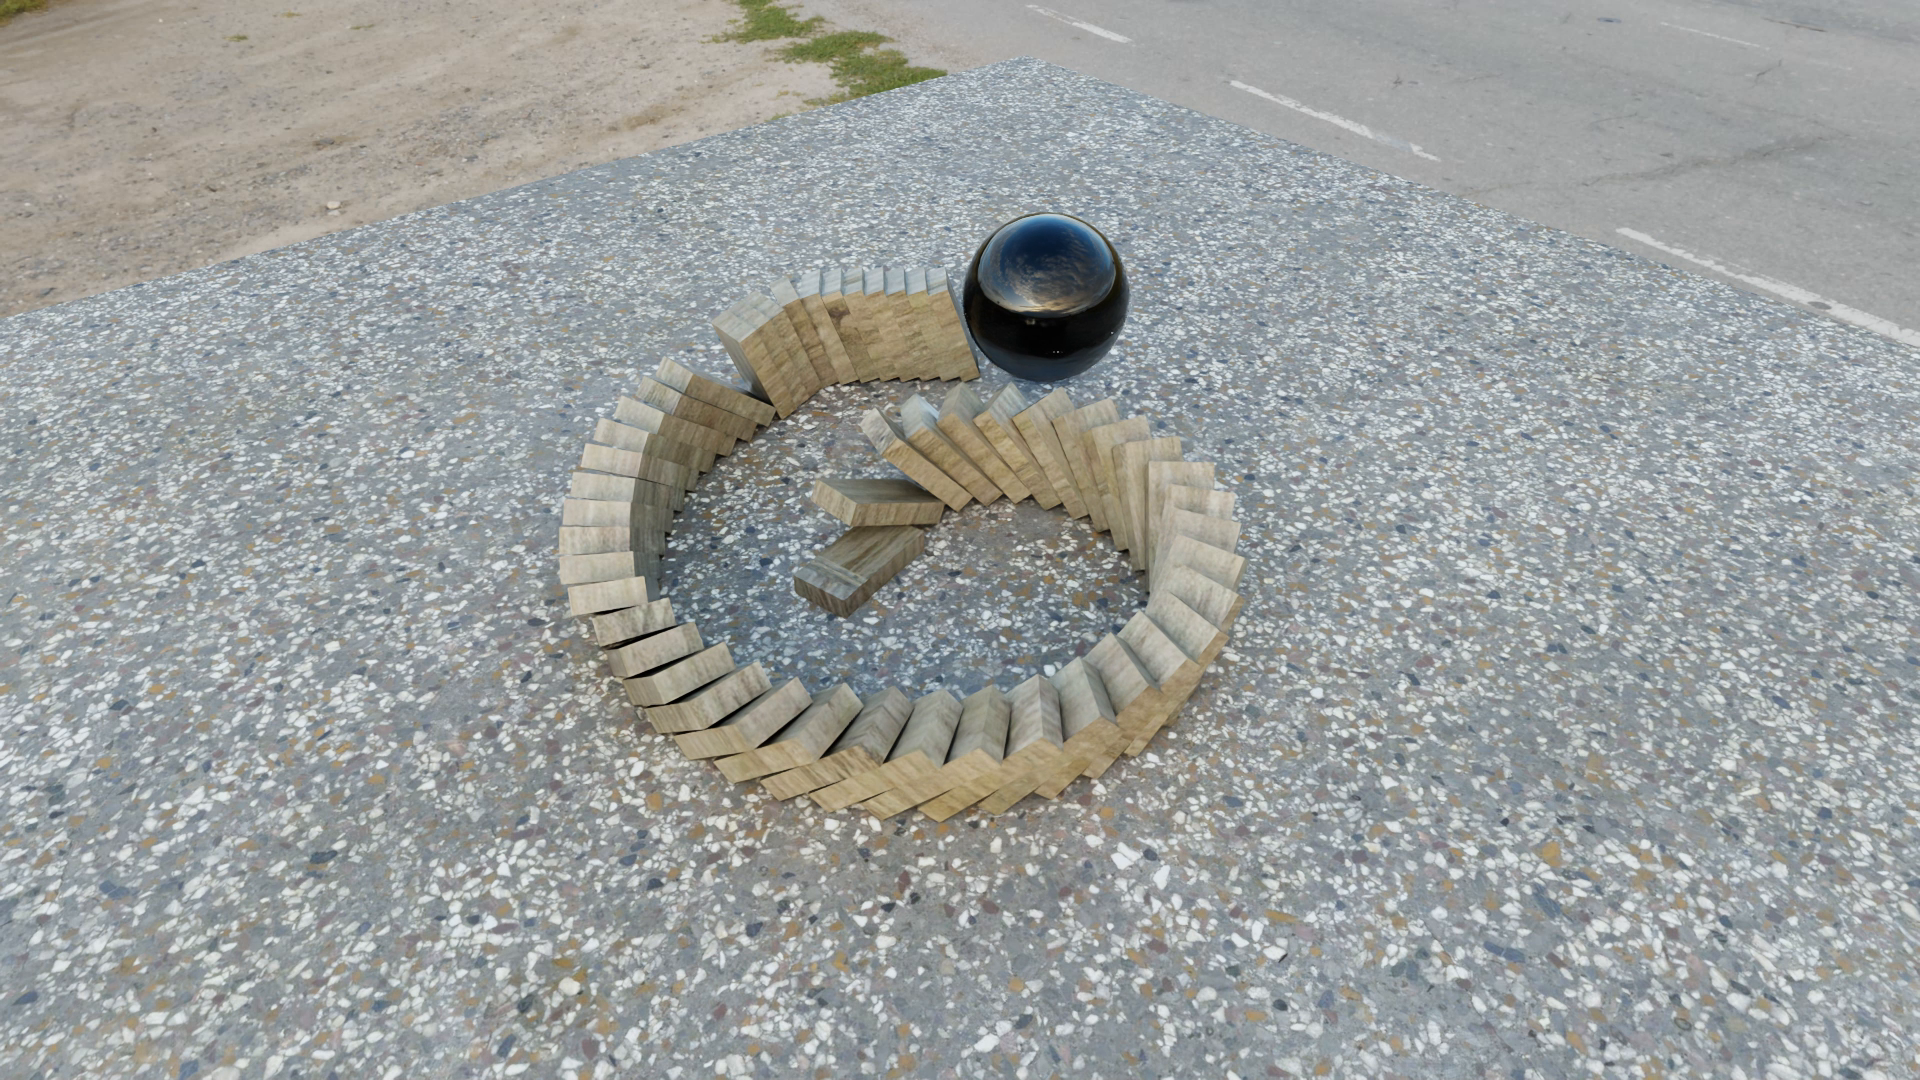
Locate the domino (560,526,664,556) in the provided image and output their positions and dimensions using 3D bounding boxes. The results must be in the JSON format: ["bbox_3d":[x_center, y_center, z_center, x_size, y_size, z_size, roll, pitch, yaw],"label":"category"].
[{"bbox_3d":[-0.131,0.001,0.418,0.025,0.010,0.050,-1,-2,-1],"label":"domino"}]

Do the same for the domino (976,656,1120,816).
[{"bbox_3d":[0.024,0.061,0.344,0.050,0.010,0.025,-40,36,19],"label":"domino"}]

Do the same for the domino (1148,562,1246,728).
[{"bbox_3d":[0.073,0.035,0.375,0.025,0.009,0.050,31,92,32],"label":"domino"}]

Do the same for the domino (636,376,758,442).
[{"bbox_3d":[-0.117,-0.058,0.490,0.025,0.009,0.050,27,5,30],"label":"domino"}]

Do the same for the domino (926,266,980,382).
[{"bbox_3d":[-0.003,-0.106,0.540,0.010,0.050,0.025,-17,39,9],"label":"domino"}]

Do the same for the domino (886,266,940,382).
[{"bbox_3d":[-0.023,-0.106,0.540,0.009,0.050,0.025,-17,39,9],"label":"domino"}]

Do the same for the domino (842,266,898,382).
[{"bbox_3d":[-0.043,-0.106,0.540,0.010,0.050,0.025,-17,39,9],"label":"domino"}]

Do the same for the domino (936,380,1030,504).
[{"bbox_3d":[0.012,-0.041,0.467,0.010,0.050,0.025,-32,25,32],"label":"domino"}]

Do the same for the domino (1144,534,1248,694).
[{"bbox_3d":[0.079,0.026,0.387,0.025,0.009,0.050,22,88,24],"label":"domino"}]

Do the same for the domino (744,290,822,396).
[{"bbox_3d":[-0.085,-0.093,0.525,0.010,0.050,0.025,-40,52,-15],"label":"domino"}]

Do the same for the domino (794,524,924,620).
[{"bbox_3d":[-0.039,0.009,0.433,0.025,0.010,0.050,24,45,26],"label":"domino"}]

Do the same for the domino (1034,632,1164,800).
[{"bbox_3d":[0.039,0.056,0.350,0.050,0.009,0.025,-46,42,13],"label":"domino"}]

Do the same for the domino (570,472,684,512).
[{"bbox_3d":[-0.133,-0.019,0.443,0.025,0.009,0.050,6,-1,8],"label":"domino"}]

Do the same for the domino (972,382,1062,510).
[{"bbox_3d":[0.029,-0.040,0.466,0.010,0.050,0.025,-27,18,43],"label":"domino"}]

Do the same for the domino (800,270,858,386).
[{"bbox_3d":[-0.063,-0.104,0.538,0.009,0.050,0.025,-17,39,9],"label":"domino"}]

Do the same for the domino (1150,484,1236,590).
[{"bbox_3d":[0.086,0.006,0.411,0.025,0.010,0.050,9,84,11],"label":"domino"}]

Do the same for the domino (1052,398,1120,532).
[{"bbox_3d":[0.060,-0.031,0.455,0.025,0.050,0.009,-22,0,-25],"label":"domino"}]

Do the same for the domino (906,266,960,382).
[{"bbox_3d":[-0.013,-0.106,0.540,0.009,0.050,0.025,-17,39,9],"label":"domino"}]

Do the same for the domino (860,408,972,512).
[{"bbox_3d":[-0.018,-0.033,0.456,0.009,0.050,0.025,-46,43,10],"label":"domino"}]

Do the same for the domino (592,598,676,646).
[{"bbox_3d":[-0.114,0.029,0.384,0.025,0.009,0.050,-16,0,-18],"label":"domino"}]

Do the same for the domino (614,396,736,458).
[{"bbox_3d":[-0.123,-0.049,0.479,0.025,0.009,0.050,22,3,25],"label":"domino"}]

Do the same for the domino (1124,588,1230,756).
[{"bbox_3d":[0.063,0.044,0.365,0.050,0.010,0.025,-53,51,6],"label":"domino"}]

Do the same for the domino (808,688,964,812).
[{"bbox_3d":[-0.023,0.065,0.339,0.050,0.010,0.025,-29,24,35],"label":"domino"}]

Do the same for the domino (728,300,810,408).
[{"bbox_3d":[-0.090,-0.087,0.517,0.009,0.050,0.025,-41,52,-15],"label":"domino"}]

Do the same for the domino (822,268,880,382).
[{"bbox_3d":[-0.053,-0.105,0.539,0.009,0.050,0.025,-17,39,9],"label":"domino"}]

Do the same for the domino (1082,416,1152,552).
[{"bbox_3d":[0.069,-0.023,0.446,0.025,0.050,0.009,-15,-3,-18],"label":"domino"}]

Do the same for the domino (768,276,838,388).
[{"bbox_3d":[-0.076,-0.100,0.533,0.009,0.050,0.025,-27,44,-4],"label":"domino"}]

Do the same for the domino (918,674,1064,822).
[{"bbox_3d":[0.009,0.065,0.340,0.050,0.009,0.025,-35,31,25],"label":"domino"}]

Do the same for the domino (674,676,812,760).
[{"bbox_3d":[-0.070,0.057,0.349,0.025,0.010,0.050,-37,10,-36],"label":"domino"}]

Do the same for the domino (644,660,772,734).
[{"bbox_3d":[-0.082,0.051,0.356,0.025,0.009,0.050,-31,7,-32],"label":"domino"}]

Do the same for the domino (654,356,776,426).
[{"bbox_3d":[-0.110,-0.067,0.500,0.025,0.009,0.050,32,8,38],"label":"domino"}]

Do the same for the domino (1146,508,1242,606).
[{"bbox_3d":[0.083,0.016,0.399,0.025,0.010,0.050,14,85,17],"label":"domino"}]

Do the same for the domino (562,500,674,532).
[{"bbox_3d":[-0.133,-0.009,0.430,0.025,0.010,0.050,3,-2,3],"label":"domino"}]

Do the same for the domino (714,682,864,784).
[{"bbox_3d":[-0.054,0.061,0.344,0.050,0.009,0.025,-24,17,45],"label":"domino"}]

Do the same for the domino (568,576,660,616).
[{"bbox_3d":[-0.123,0.020,0.395,0.025,0.010,0.050,-9,-1,-11],"label":"domino"}]

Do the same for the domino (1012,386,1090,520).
[{"bbox_3d":[0.045,-0.037,0.462,0.025,0.050,0.010,-36,7,-36],"label":"domino"}]

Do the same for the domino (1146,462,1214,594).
[{"bbox_3d":[0.085,-0.005,0.423,0.025,0.010,0.050,1,84,0],"label":"domino"}]

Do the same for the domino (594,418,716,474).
[{"bbox_3d":[-0.129,-0.040,0.467,0.025,0.009,0.050,17,1,20],"label":"domino"}]

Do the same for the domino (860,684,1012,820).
[{"bbox_3d":[-0.007,0.066,0.339,0.050,0.009,0.025,-31,27,31],"label":"domino"}]

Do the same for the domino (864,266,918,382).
[{"bbox_3d":[-0.033,-0.106,0.540,0.010,0.050,0.025,-17,39,9],"label":"domino"}]

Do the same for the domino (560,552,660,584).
[{"bbox_3d":[-0.128,0.011,0.406,0.025,0.009,0.050,-5,-2,-5],"label":"domino"}]

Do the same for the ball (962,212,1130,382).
[{"bbox_3d":[0.041,-0.117,0.530,0.080,0.080,0.080,0,39,0],"label":"ball"}]

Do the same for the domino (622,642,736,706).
[{"bbox_3d":[-0.094,0.045,0.365,0.025,0.010,0.050,-26,4,-28],"label":"domino"}]

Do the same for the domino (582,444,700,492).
[{"bbox_3d":[-0.131,-0.030,0.455,0.025,0.010,0.050,11,-2,13],"label":"domino"}]

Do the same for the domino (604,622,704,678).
[{"bbox_3d":[-0.105,0.037,0.374,0.025,0.009,0.050,-21,2,-23],"label":"domino"}]

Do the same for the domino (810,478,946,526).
[{"bbox_3d":[-0.033,-0.016,0.445,0.025,0.010,0.050,31,22,36],"label":"domino"}]

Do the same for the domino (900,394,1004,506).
[{"bbox_3d":[-0.003,-0.038,0.462,0.009,0.050,0.025,-38,35,20],"label":"domino"}]

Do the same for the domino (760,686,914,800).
[{"bbox_3d":[-0.039,0.064,0.341,0.050,0.010,0.025,-27,21,40],"label":"domino"}]

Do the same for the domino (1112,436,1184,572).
[{"bbox_3d":[0.078,-0.014,0.435,0.025,0.050,0.009,-8,-5,-10],"label":"domino"}]

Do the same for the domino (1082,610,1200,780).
[{"bbox_3d":[0.051,0.050,0.357,0.050,0.009,0.025,-50,47,9],"label":"domino"}]

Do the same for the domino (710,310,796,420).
[{"bbox_3d":[-0.095,-0.081,0.510,0.010,0.050,0.025,-42,52,-16],"label":"domino"}]
